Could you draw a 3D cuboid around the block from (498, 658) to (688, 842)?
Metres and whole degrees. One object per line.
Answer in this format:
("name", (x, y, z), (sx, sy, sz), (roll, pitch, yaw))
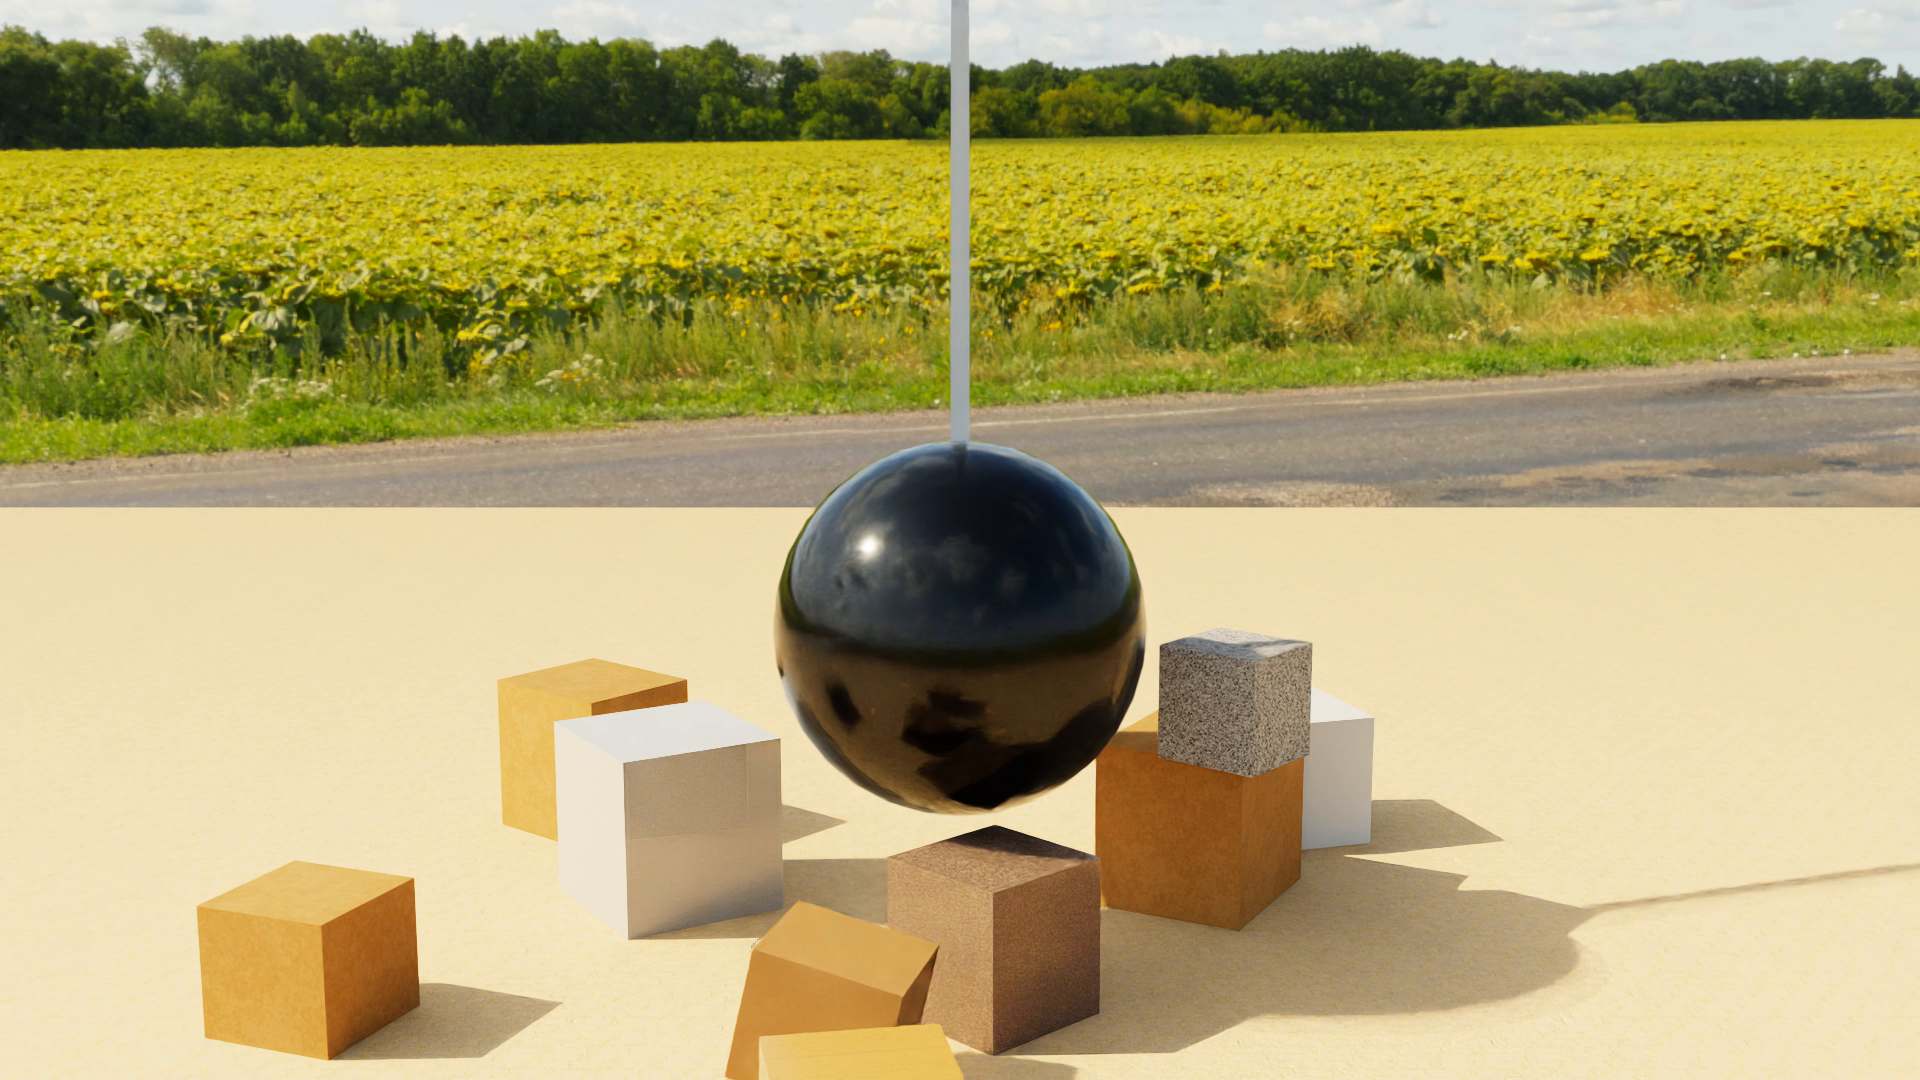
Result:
("block", (-1.889, 1.098, 11.368), (0.737, 0.773, 0.640), (9, 13, 40))

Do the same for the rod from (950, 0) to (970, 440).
("rod", (0.000, -2.997, 9.827), (0.080, 5.200, 0.080), (0, -8, 0))

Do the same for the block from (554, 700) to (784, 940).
("block", (-1.361, 1.279, 10.246), (0.773, 0.817, 0.818), (-6, 12, -31))

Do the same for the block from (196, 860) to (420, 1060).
("block", (-2.606, 1.673, 8.829), (0.592, 0.548, 0.598), (4, 11, 21))

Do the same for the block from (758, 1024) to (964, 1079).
("block", (-0.302, 1.979, 7.004), (0.603, 0.599, 0.697), (-2, 10, -10))

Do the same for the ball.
("ball", (0.000, 0.374, 9.383), (1.600, 1.600, 1.600), (0, 10, 0))

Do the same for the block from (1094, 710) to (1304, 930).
("block", (1.133, 1.285, 10.344), (0.716, 0.771, 0.817), (5, 12, 28))

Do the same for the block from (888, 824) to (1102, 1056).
("block", (0.138, 1.602, 8.902), (0.614, 0.663, 0.604), (-10, 14, -43))

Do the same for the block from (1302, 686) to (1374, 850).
("block", (1.617, 1.166, 11.324), (0.722, 0.655, 0.758), (-3, 11, -17))

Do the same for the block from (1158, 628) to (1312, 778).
("block", (1.233, 0.718, 9.858), (0.499, 0.517, 0.479), (9, 13, 39))

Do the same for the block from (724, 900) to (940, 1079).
("block", (-0.469, 1.747, 8.181), (0.573, 0.516, 0.540), (16, 13, 11))
